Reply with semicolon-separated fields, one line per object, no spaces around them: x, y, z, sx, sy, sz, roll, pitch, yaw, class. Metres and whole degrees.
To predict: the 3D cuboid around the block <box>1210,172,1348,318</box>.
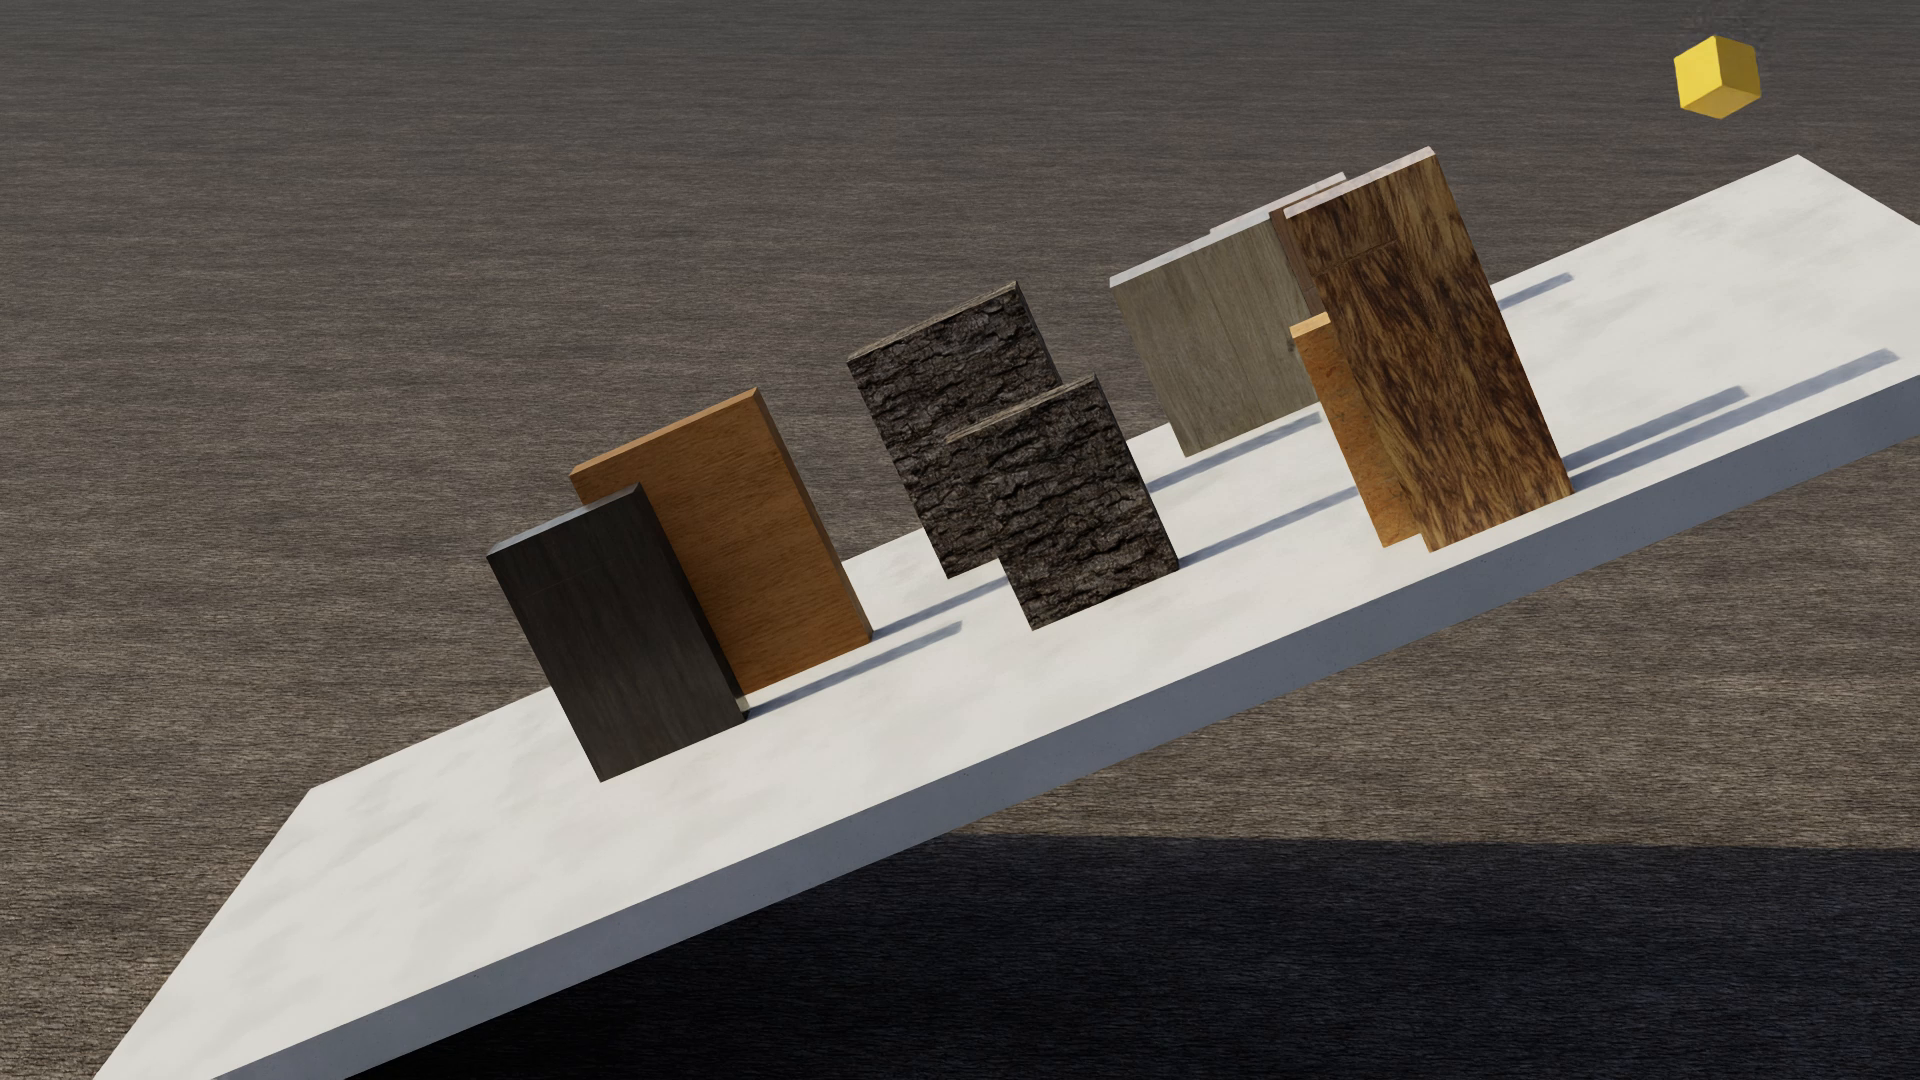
0.820;-0.586;6.837;0.333;0.426;0.113;-23;13;8;block

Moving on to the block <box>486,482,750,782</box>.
-0.728;0.200;6.291;0.349;0.553;0.092;-23;13;8;block

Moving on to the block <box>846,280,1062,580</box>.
0.049;-0.247;6.638;0.412;0.549;0.110;-23;13;8;block

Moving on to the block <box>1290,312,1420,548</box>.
0.844;-0.252;5.437;0.320;0.434;0.105;-23;13;8;block

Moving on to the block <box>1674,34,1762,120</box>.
1.551;-0.947;6.021;0.114;0.114;0.114;8;-22;-31;block

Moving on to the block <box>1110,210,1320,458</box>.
0.611;-0.473;6.758;0.392;0.434;0.134;-23;13;8;block

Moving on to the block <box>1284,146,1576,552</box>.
0.840;-0.338;5.265;0.279;0.665;0.106;-23;13;8;block

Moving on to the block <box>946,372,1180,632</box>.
0.208;-0.077;5.938;0.324;0.426;0.084;-23;13;8;block

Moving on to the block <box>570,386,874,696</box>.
-0.520;0.031;6.458;0.443;0.606;0.090;-23;13;8;block

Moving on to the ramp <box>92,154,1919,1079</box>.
0.133;0.170;6.284;4.000;0.100;2.000;-23;13;8;ramp
